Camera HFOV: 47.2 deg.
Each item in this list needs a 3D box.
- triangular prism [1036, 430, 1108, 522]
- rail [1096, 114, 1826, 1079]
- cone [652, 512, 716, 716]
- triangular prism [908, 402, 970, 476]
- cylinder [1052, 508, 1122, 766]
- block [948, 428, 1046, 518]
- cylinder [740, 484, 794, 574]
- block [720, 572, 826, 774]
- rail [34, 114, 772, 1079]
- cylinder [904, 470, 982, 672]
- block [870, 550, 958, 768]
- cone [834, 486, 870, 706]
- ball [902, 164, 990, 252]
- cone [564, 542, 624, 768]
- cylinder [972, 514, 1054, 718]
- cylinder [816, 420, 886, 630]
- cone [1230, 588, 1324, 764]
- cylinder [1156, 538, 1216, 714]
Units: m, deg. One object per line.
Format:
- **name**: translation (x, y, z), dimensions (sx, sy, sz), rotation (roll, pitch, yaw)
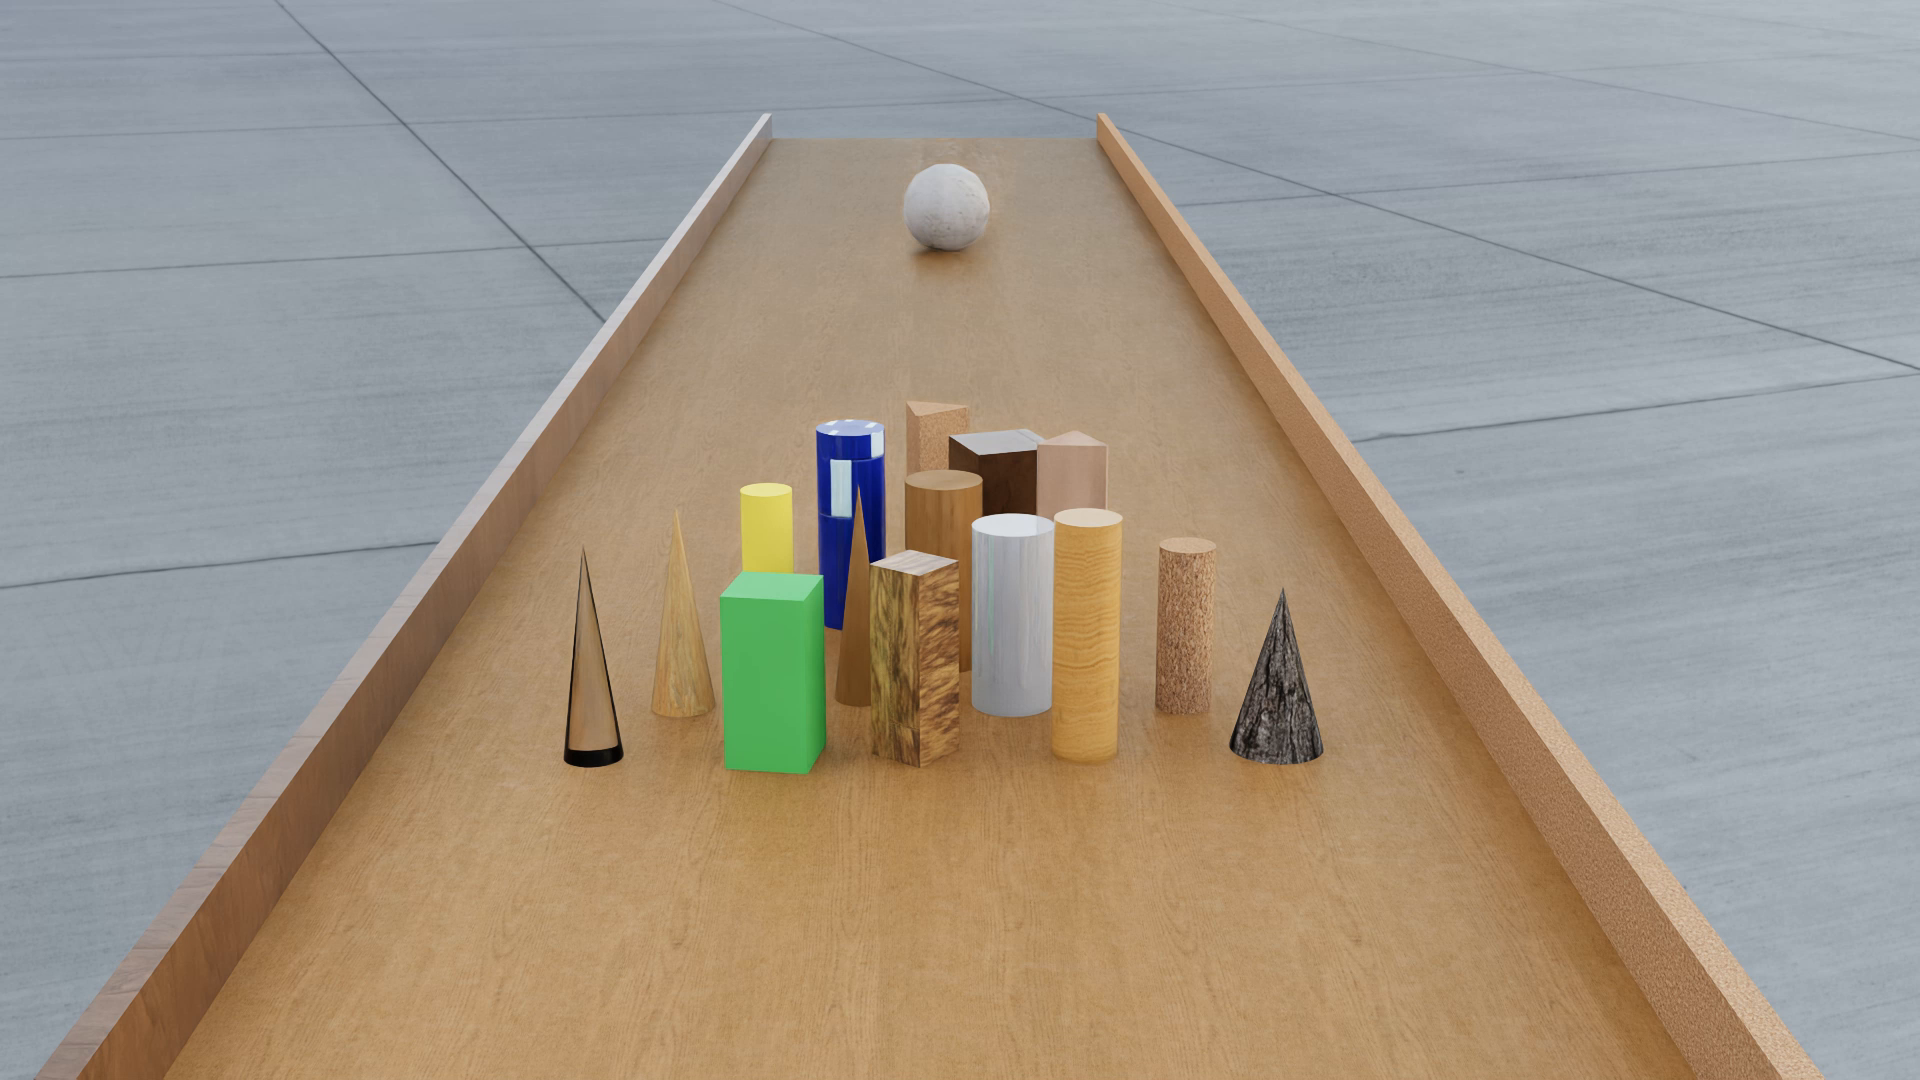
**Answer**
- **triangular prism**: translation (0.224, 0.014, 4.393), dimensions (0.137, 0.449, 0.119), rotation (2, 17, 5)
- **rail**: translation (0.932, -0.844, 7.801), dimensions (0.050, 0.150, 12.000), rotation (0, 17, -1)
- **cone**: translation (-0.525, 0.126, 4.116), dimensions (0.122, 0.392, 0.122), rotation (0, 17, 0)
- **triangular prism**: translation (-0.076, -0.111, 4.920), dimensions (0.147, 0.387, 0.127), rotation (-13, 21, -37)
- **cylinder**: translation (0.223, 0.171, 3.883), dimensions (0.119, 0.438, 0.119), rotation (0, 17, 0)
- **block**: translation (0.090, -0.018, 4.607), dimensions (0.176, 0.388, 0.176), rotation (-6, 18, -20)
- **cylinder**: translation (-0.381, 0.070, 4.375), dimensions (0.102, 0.352, 0.102), rotation (0, 17, 0)
- **block**: translation (-0.328, 0.233, 3.885), dimensions (0.148, 0.319, 0.148), rotation (3, 17, 9)
- **rail**: translation (-1.118, -0.838, 7.780), dimensions (0.050, 0.150, 12.000), rotation (0, 17, -1)
- **cylinder**: translation (-0.032, 0.062, 4.358), dimensions (0.153, 0.376, 0.153), rotation (0, 17, 0)
- **block**: translation (-0.080, 0.210, 3.899), dimensions (0.112, 0.355, 0.112), rotation (12, 21, 36)
- **cone**: translation (-0.189, 0.098, 4.154), dimensions (0.102, 0.424, 0.102), rotation (0, 17, 0)
- **ball**: translation (-0.059, -1.410, 9.321), dimensions (0.368, 0.368, 0.368), rotation (0, 17, 0)
- **cone**: translation (-0.654, 0.194, 3.871), dimensions (0.107, 0.400, 0.107), rotation (0, 17, 0)
- **cylinder**: translation (0.099, 0.141, 4.136), dimensions (0.154, 0.352, 0.154), rotation (0, 17, 0)
- **cylinder**: translation (-0.227, -0.032, 4.600), dimensions (0.143, 0.418, 0.143), rotation (0, 17, 0)
- **cone**: translation (0.571, 0.228, 3.929), dimensions (0.170, 0.303, 0.170), rotation (0, 17, 0)
- **cylinder**: translation (0.423, 0.161, 4.129), dimensions (0.105, 0.317, 0.105), rotation (0, 17, 0)
